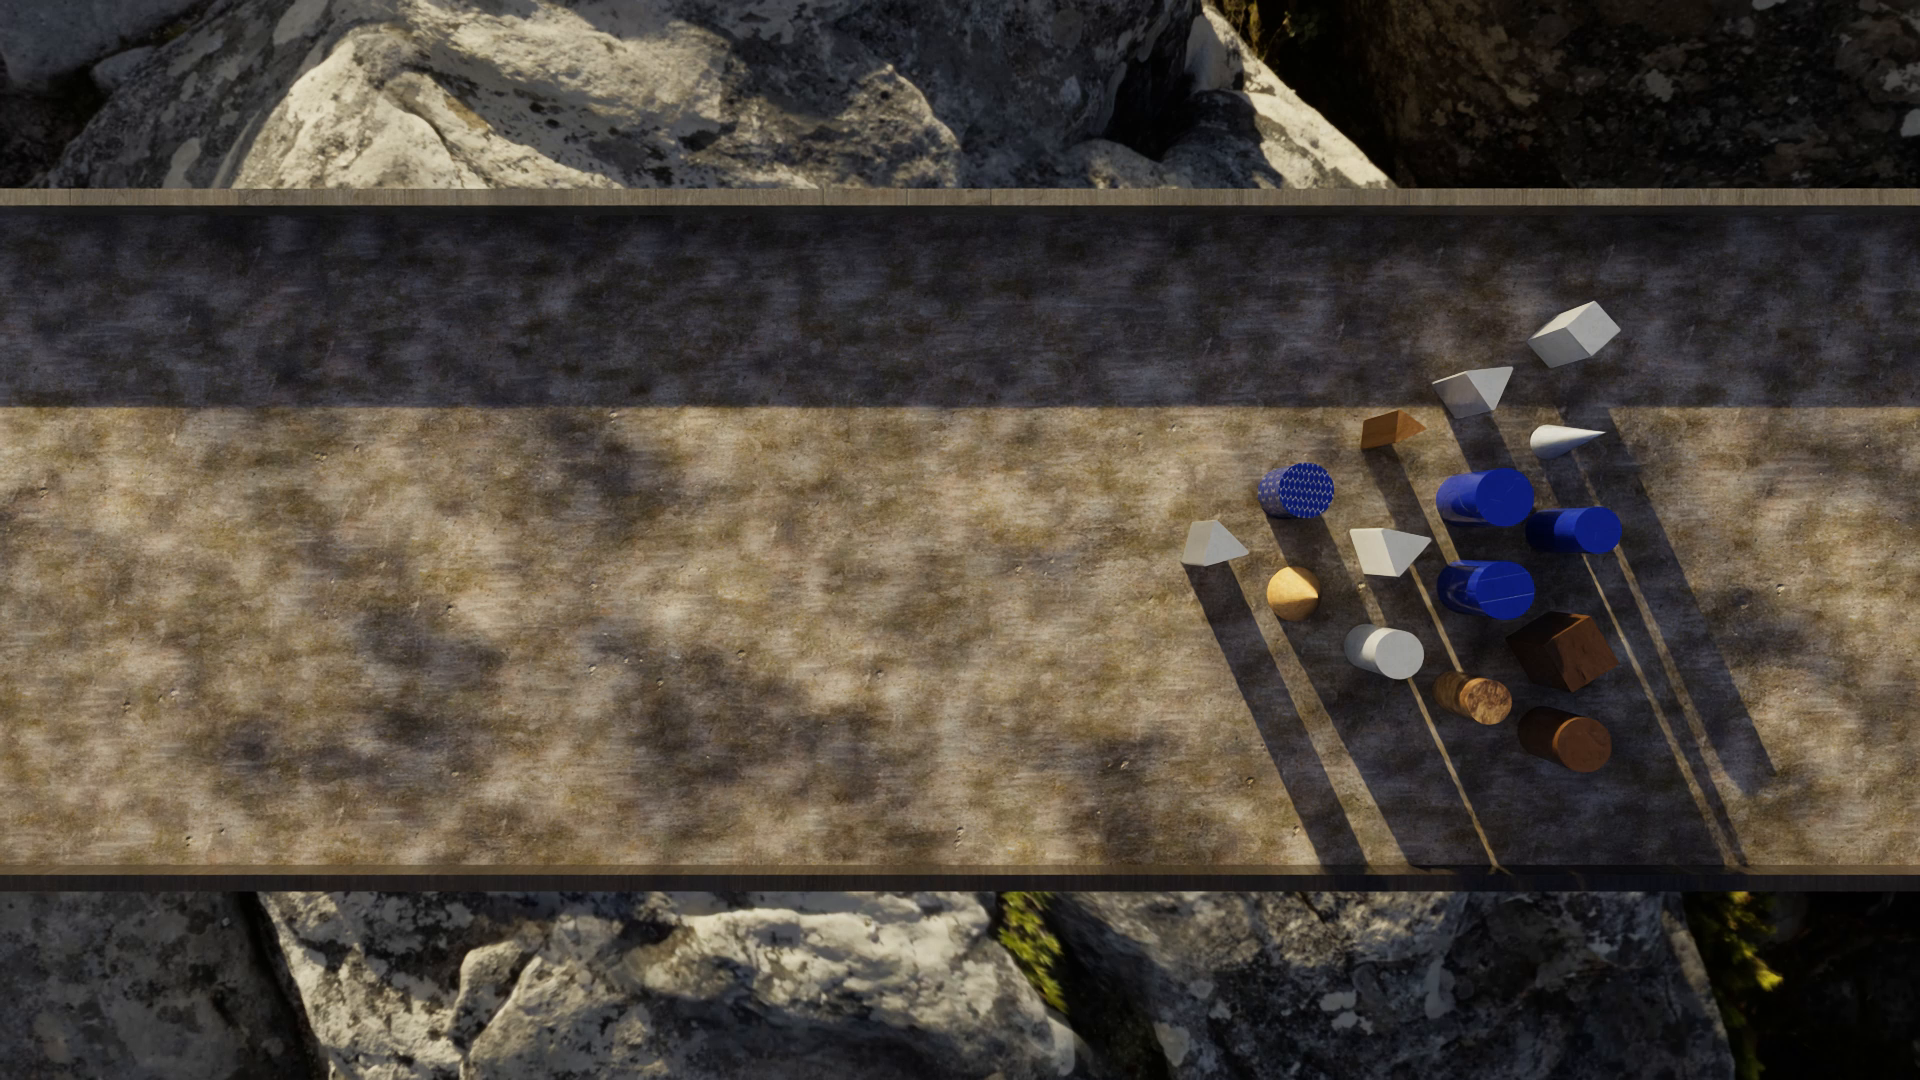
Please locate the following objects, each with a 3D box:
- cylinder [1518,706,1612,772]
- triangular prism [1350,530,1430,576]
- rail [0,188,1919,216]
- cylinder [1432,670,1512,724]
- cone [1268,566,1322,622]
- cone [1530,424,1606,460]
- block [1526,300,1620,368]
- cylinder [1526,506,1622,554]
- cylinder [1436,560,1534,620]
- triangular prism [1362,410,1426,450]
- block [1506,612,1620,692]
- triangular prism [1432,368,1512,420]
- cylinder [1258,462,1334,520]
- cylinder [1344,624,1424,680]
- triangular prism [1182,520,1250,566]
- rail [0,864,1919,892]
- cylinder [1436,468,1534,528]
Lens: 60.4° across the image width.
[{"bbox_3d":[1.796,0.590,4.909,0.158,0.335,0.158,0,90,0],"label":"cylinder"},{"bbox_3d":[1.248,0.010,4.886,0.125,0.381,0.144,41,90,0],"label":"triangular prism"},{"bbox_3d":[-2.247,-1.025,5.002,12.000,0.150,0.050,0,90,0],"label":"rail"},{"bbox_3d":[1.515,0.464,4.898,0.128,0.357,0.128,0,90,0],"label":"cylinder"},{"bbox_3d":[1.030,0.165,4.911,0.169,0.330,0.169,0,90,0],"label":"cone"},{"bbox_3d":[1.810,-0.301,4.849,0.109,0.456,0.109,0,90,0],"label":"cone"},{"bbox_3d":[1.821,-0.608,4.909,0.114,0.335,0.114,-42,90,0],"label":"block"},{"bbox_3d":[1.806,-0.028,4.872,0.133,0.409,0.133,0,90,0],"label":"cylinder"},{"bbox_3d":[1.551,0.144,4.883,0.168,0.388,0.168,0,90,0],"label":"cylinder"},{"bbox_3d":[1.261,-0.333,4.873,0.093,0.407,0.080,-24,90,0],"label":"triangular prism"},{"bbox_3d":[1.788,0.329,4.911,0.162,0.331,0.162,-31,90,0],"label":"block"},{"bbox_3d":[1.538,-0.461,4.903,0.118,0.346,0.136,-35,90,0],"label":"triangular prism"},{"bbox_3d":[0.996,-0.143,4.910,0.160,0.333,0.160,0,90,0],"label":"cylinder"},{"bbox_3d":[1.252,0.327,4.886,0.140,0.380,0.140,0,90,0],"label":"cylinder"},{"bbox_3d":[0.731,-0.001,4.849,0.132,0.455,0.114,-15,90,0],"label":"triangular prism"},{"bbox_3d":[-2.247,1.025,5.001,12.000,0.150,0.050,0,90,0],"label":"rail"},{"bbox_3d":[1.548,-0.121,4.881,0.167,0.390,0.167,0,90,0],"label":"cylinder"}]
